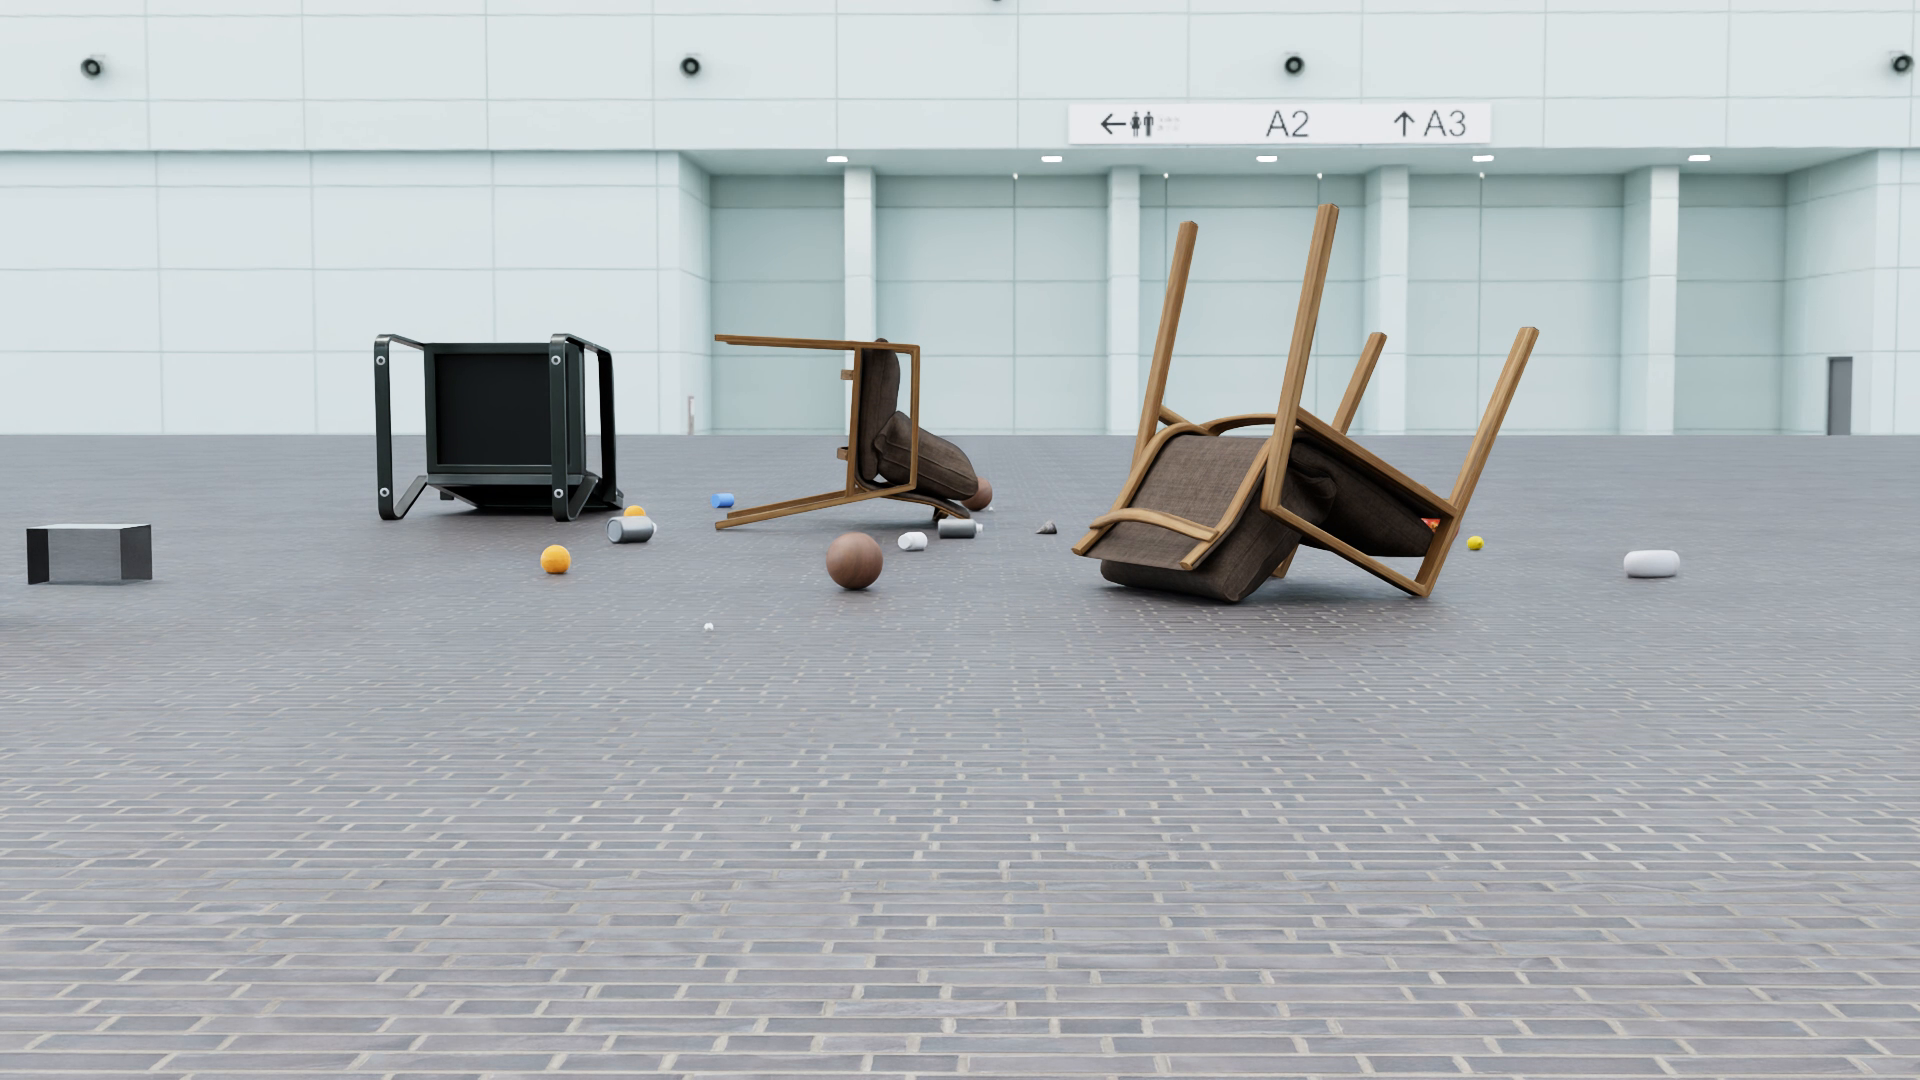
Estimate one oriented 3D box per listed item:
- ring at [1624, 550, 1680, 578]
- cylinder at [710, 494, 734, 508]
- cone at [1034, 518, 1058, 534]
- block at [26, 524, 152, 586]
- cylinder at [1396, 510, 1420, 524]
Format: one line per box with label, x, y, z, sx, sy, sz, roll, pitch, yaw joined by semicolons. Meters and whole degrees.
ring;1.659;0.057;5.274;0.188;0.061;0.087;-2;2;-37
cylinder;-0.902;-0.150;8.353;0.069;0.053;0.056;-5;12;-43
cone;0.261;-0.032;6.834;0.066;0.050;0.069;-21;12;-6
block;-2.021;0.033;5.110;0.221;0.131;0.162;0;4;4
cylinder;1.486;-0.076;7.295;0.075;0.050;0.060;-1;3;16
